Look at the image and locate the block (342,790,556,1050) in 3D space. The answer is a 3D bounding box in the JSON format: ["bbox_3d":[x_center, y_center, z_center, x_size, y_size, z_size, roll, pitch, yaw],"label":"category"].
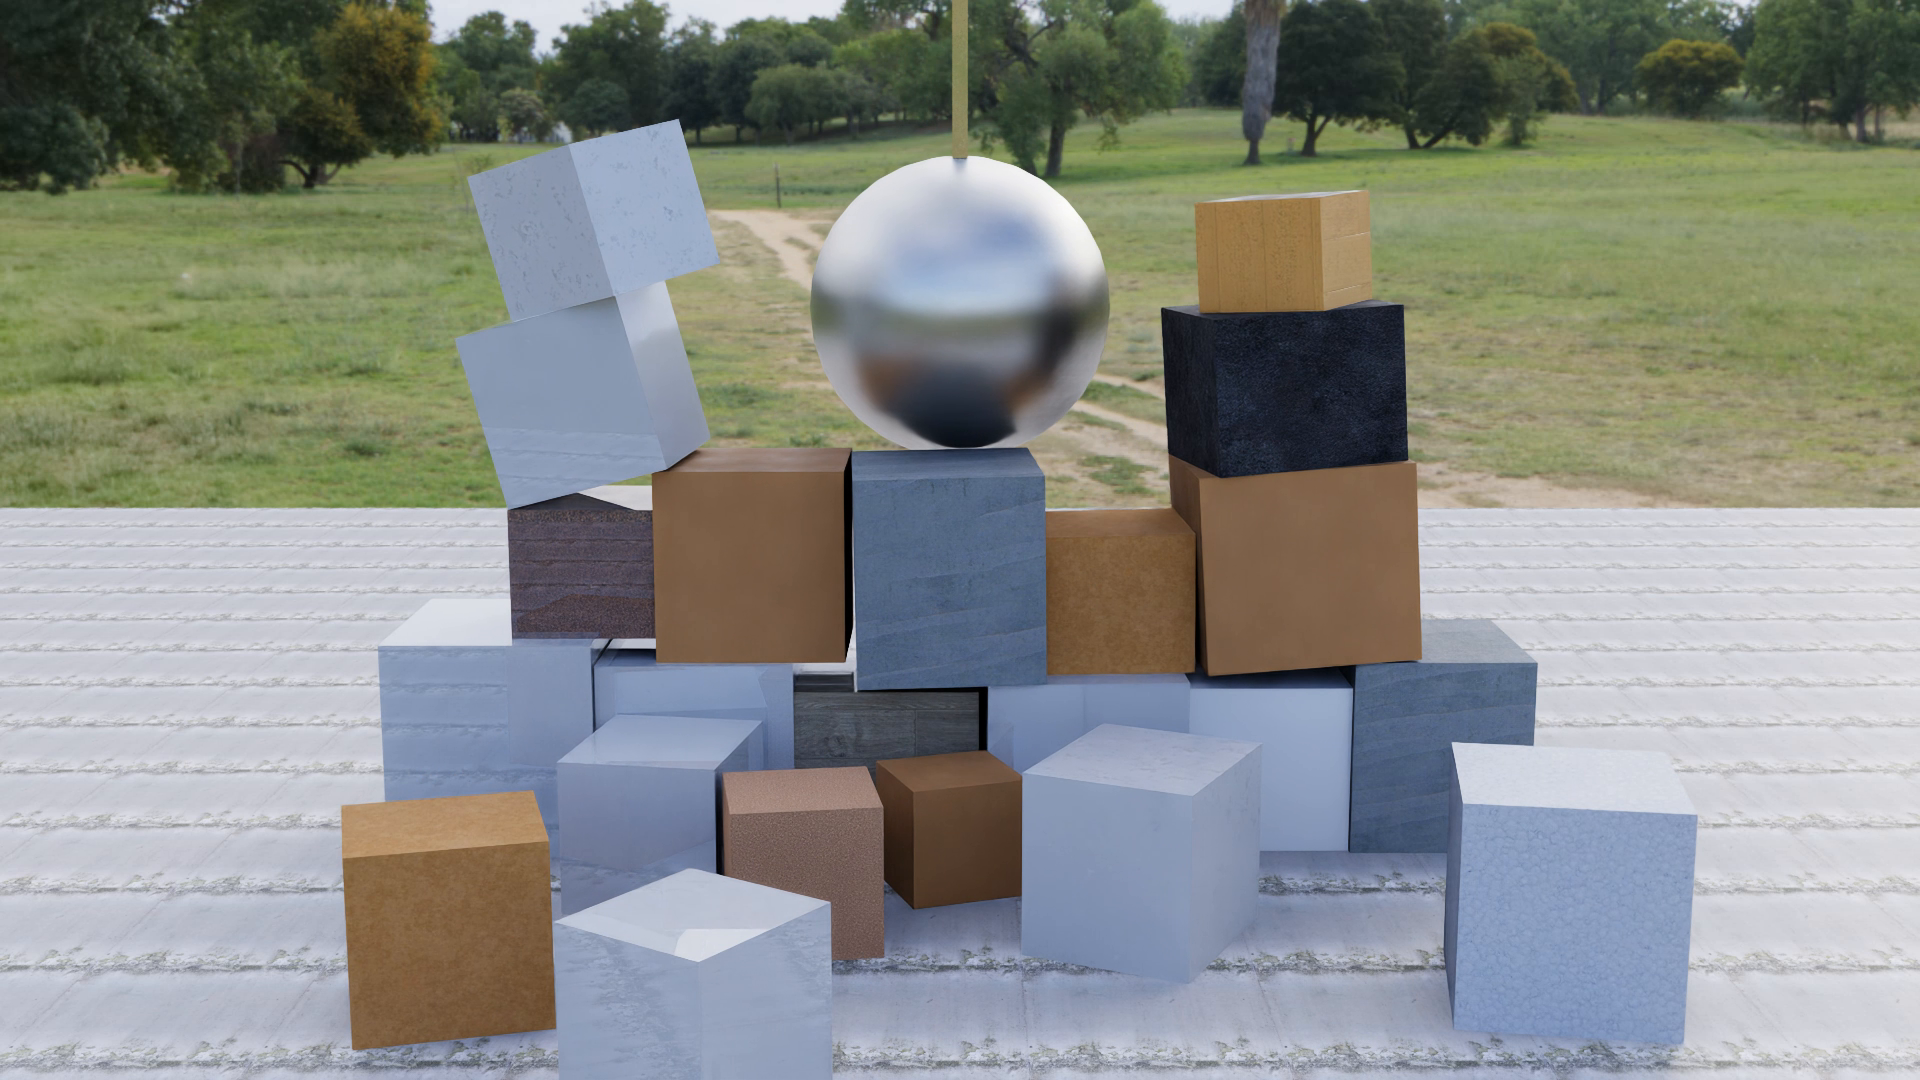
[{"bbox_3d":[-2.094,1.529,8.965,0.787,0.784,0.714,-3,11,-16],"label":"block"}]

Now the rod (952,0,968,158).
[{"bbox_3d":[0.000,-4.480,10.691,0.080,5.200,0.080,0,17,0],"label":"rod"}]

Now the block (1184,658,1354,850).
[{"bbox_3d":[1.527,1.066,11.370,0.825,0.835,0.888,0,10,0],"label":"block"}]

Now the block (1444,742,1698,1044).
[{"bbox_3d":[2.486,1.429,9.077,0.885,0.940,0.899,2,10,9],"label":"block"}]

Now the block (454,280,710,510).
[{"bbox_3d":[-1.867,-0.750,11.030,0.834,0.869,0.880,-14,10,11],"label":"block"}]

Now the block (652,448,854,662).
[{"bbox_3d":[-1.032,0.061,11.184,0.934,0.953,0.849,0,10,0],"label":"block"}]

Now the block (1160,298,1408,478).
[{"bbox_3d":[1.606,-0.791,11.001,0.948,0.759,0.933,-6,11,-10],"label":"block"}]

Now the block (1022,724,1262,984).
[{"bbox_3d":[0.817,1.363,9.763,0.776,0.824,0.909,5,11,26],"label":"block"}]

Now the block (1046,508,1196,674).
[{"bbox_3d":[0.764,0.255,11.191,0.756,0.700,0.724,-1,11,-3],"label":"block"}]

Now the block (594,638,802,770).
[{"bbox_3d":[-1.307,1.000,11.374,0.973,0.963,1.043,0,10,0],"label":"block"}]

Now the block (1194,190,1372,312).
[{"bbox_3d":[1.603,-1.426,10.863,0.658,0.537,0.613,3,12,32],"label":"block"}]

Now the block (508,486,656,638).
[{"bbox_3d":[-1.857,0.101,11.188,0.714,0.645,0.774,0,10,0],"label":"block"}]

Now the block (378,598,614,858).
[{"bbox_3d":[-2.320,0.945,11.358,1.036,1.077,1.110,0,10,0],"label":"block"}]

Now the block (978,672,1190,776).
[{"bbox_3d":[0.605,1.041,11.334,0.987,0.896,1.133,0,10,-2],"label":"block"}]

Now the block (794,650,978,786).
[{"bbox_3d":[-0.364,1.075,11.350,0.912,0.825,0.904,0,10,0],"label":"block"}]

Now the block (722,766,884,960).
[{"bbox_3d":[-0.703,1.436,9.764,0.656,0.682,0.638,-2,10,-9],"label":"block"}]

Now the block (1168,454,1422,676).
[{"bbox_3d":[1.679,0.059,11.159,1.058,0.976,0.988,-4,10,-3],"label":"block"}]

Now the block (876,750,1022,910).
[{"bbox_3d":[-0.044,1.368,10.465,0.564,0.565,0.549,-4,11,-20],"label":"block"}]

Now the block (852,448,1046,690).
[{"bbox_3d":[-0.072,0.121,11.047,0.918,1.023,1.004,-1,10,-3],"label":"block"}]

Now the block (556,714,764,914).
[{"bbox_3d":[-1.395,1.299,10.398,0.739,0.723,0.860,2,10,9],"label":"block"}]

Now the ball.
[{"bbox_3d":[0.000,-1.235,11.706,1.600,1.600,1.600,0,10,0],"label":"ball"}]

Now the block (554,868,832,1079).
[{"bbox_3d":[-0.964,1.716,8.035,0.687,0.749,0.728,7,12,34],"label":"block"}]

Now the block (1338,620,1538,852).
[{"bbox_3d":[2.392,0.993,11.379,0.892,0.974,0.998,0,10,0],"label":"block"}]

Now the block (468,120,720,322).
[{"bbox_3d":[-1.780,-1.557,10.719,0.757,0.723,0.740,-7,13,40],"label":"block"}]
